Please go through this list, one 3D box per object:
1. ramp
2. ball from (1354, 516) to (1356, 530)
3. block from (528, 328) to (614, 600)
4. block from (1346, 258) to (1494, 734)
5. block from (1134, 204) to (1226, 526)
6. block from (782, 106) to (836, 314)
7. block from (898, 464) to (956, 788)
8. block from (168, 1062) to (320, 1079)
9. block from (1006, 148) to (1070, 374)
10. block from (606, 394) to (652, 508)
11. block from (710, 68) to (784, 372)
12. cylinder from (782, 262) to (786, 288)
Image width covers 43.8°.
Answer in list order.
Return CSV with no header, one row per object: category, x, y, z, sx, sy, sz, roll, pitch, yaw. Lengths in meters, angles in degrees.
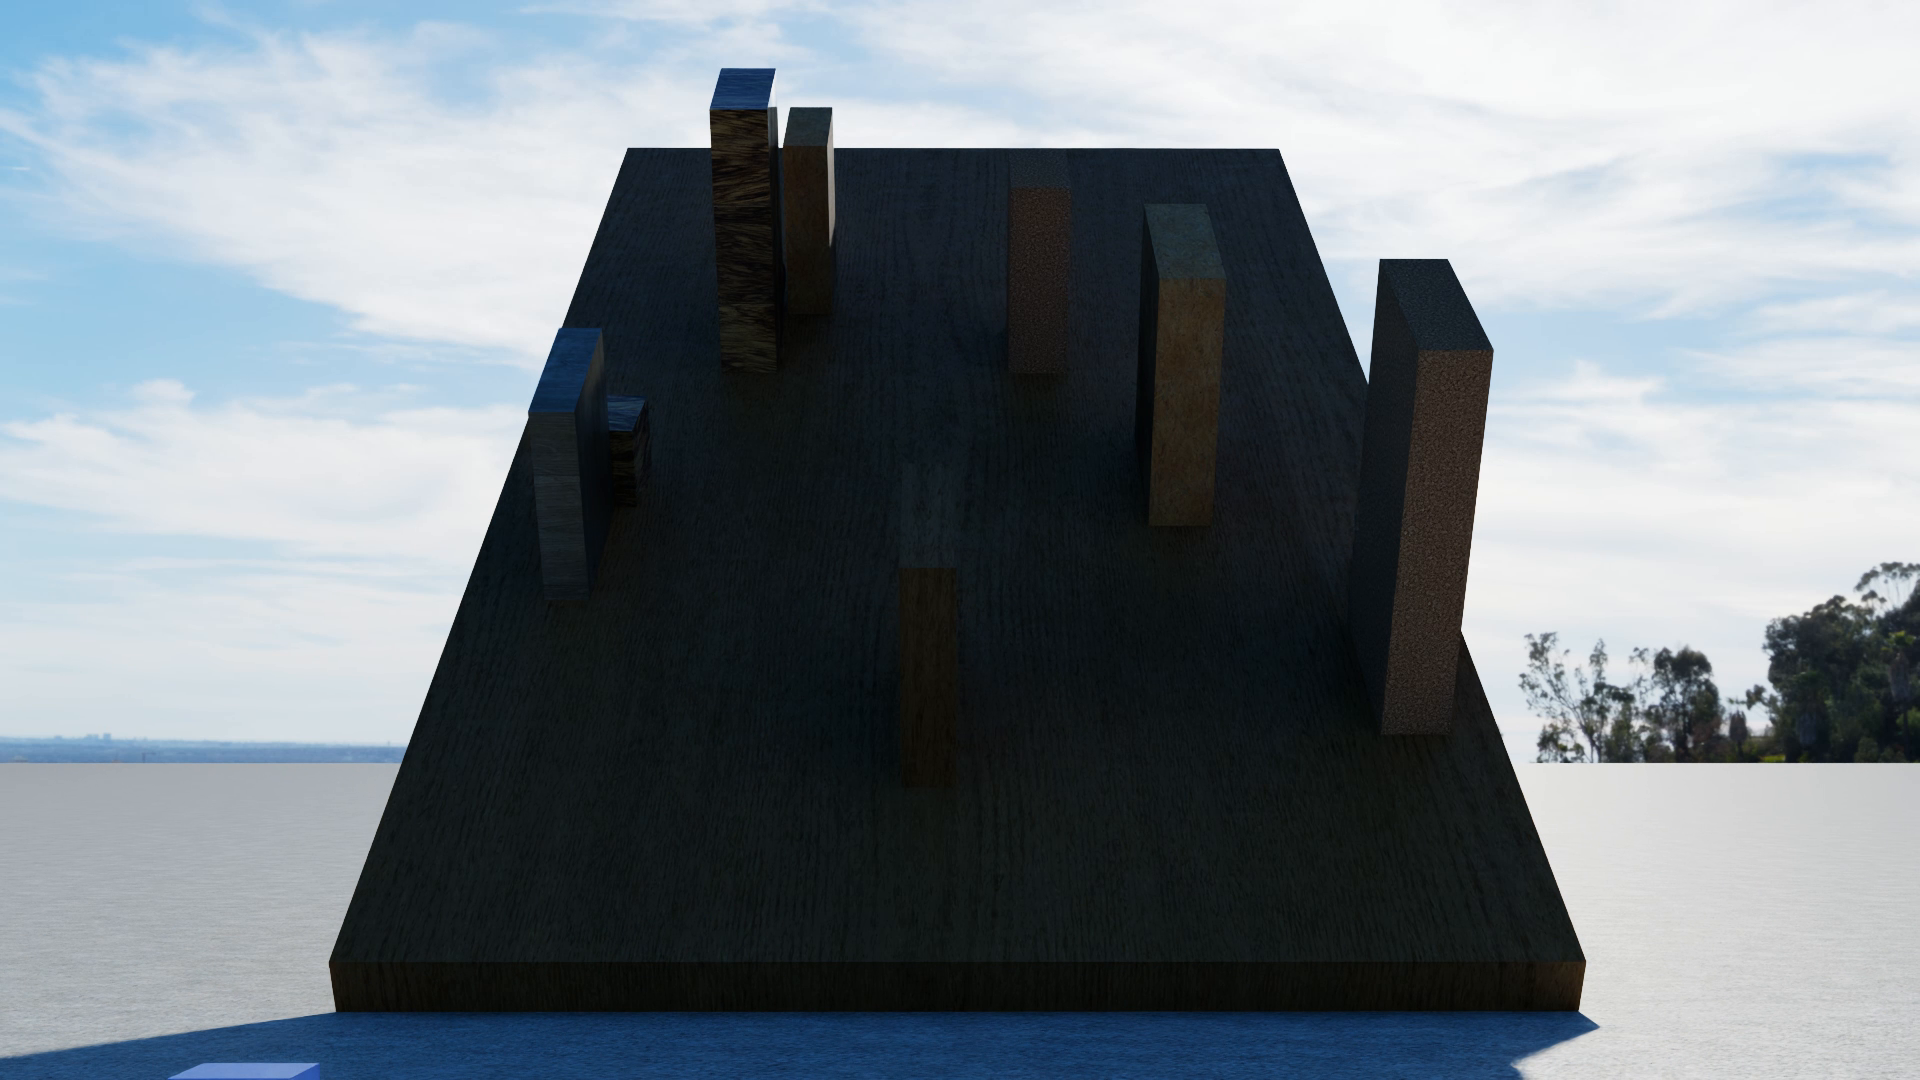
ramp,-0.011,-0.223,5.581,2.000,0.100,4.000,0,28,0
ball,0.887,-0.029,4.770,0.195,0.195,0.195,0,-5,0
block,-0.794,-0.161,4.905,0.090,0.420,0.417,0,28,0
block,0.837,-0.081,4.393,0.126,0.768,0.423,0,28,0
block,0.472,-0.384,5.177,0.136,0.567,0.441,0,28,0
block,-0.387,-0.855,6.183,0.111,0.452,0.314,0,28,0
block,-0.056,0.149,4.301,0.097,0.443,0.400,0,28,0
block,-0.676,0.558,2.253,0.112,0.112,0.112,0,-5,-1
block,0.189,-0.683,5.836,0.141,0.476,0.280,0,28,0
block,-0.787,-0.198,5.229,0.182,0.182,0.182,2,28,4
block,-0.514,-0.778,5.809,0.134,0.664,0.326,0,28,0
cylinder,-0.522,-0.658,6.140,0.144,0.144,0.144,0,28,-2
